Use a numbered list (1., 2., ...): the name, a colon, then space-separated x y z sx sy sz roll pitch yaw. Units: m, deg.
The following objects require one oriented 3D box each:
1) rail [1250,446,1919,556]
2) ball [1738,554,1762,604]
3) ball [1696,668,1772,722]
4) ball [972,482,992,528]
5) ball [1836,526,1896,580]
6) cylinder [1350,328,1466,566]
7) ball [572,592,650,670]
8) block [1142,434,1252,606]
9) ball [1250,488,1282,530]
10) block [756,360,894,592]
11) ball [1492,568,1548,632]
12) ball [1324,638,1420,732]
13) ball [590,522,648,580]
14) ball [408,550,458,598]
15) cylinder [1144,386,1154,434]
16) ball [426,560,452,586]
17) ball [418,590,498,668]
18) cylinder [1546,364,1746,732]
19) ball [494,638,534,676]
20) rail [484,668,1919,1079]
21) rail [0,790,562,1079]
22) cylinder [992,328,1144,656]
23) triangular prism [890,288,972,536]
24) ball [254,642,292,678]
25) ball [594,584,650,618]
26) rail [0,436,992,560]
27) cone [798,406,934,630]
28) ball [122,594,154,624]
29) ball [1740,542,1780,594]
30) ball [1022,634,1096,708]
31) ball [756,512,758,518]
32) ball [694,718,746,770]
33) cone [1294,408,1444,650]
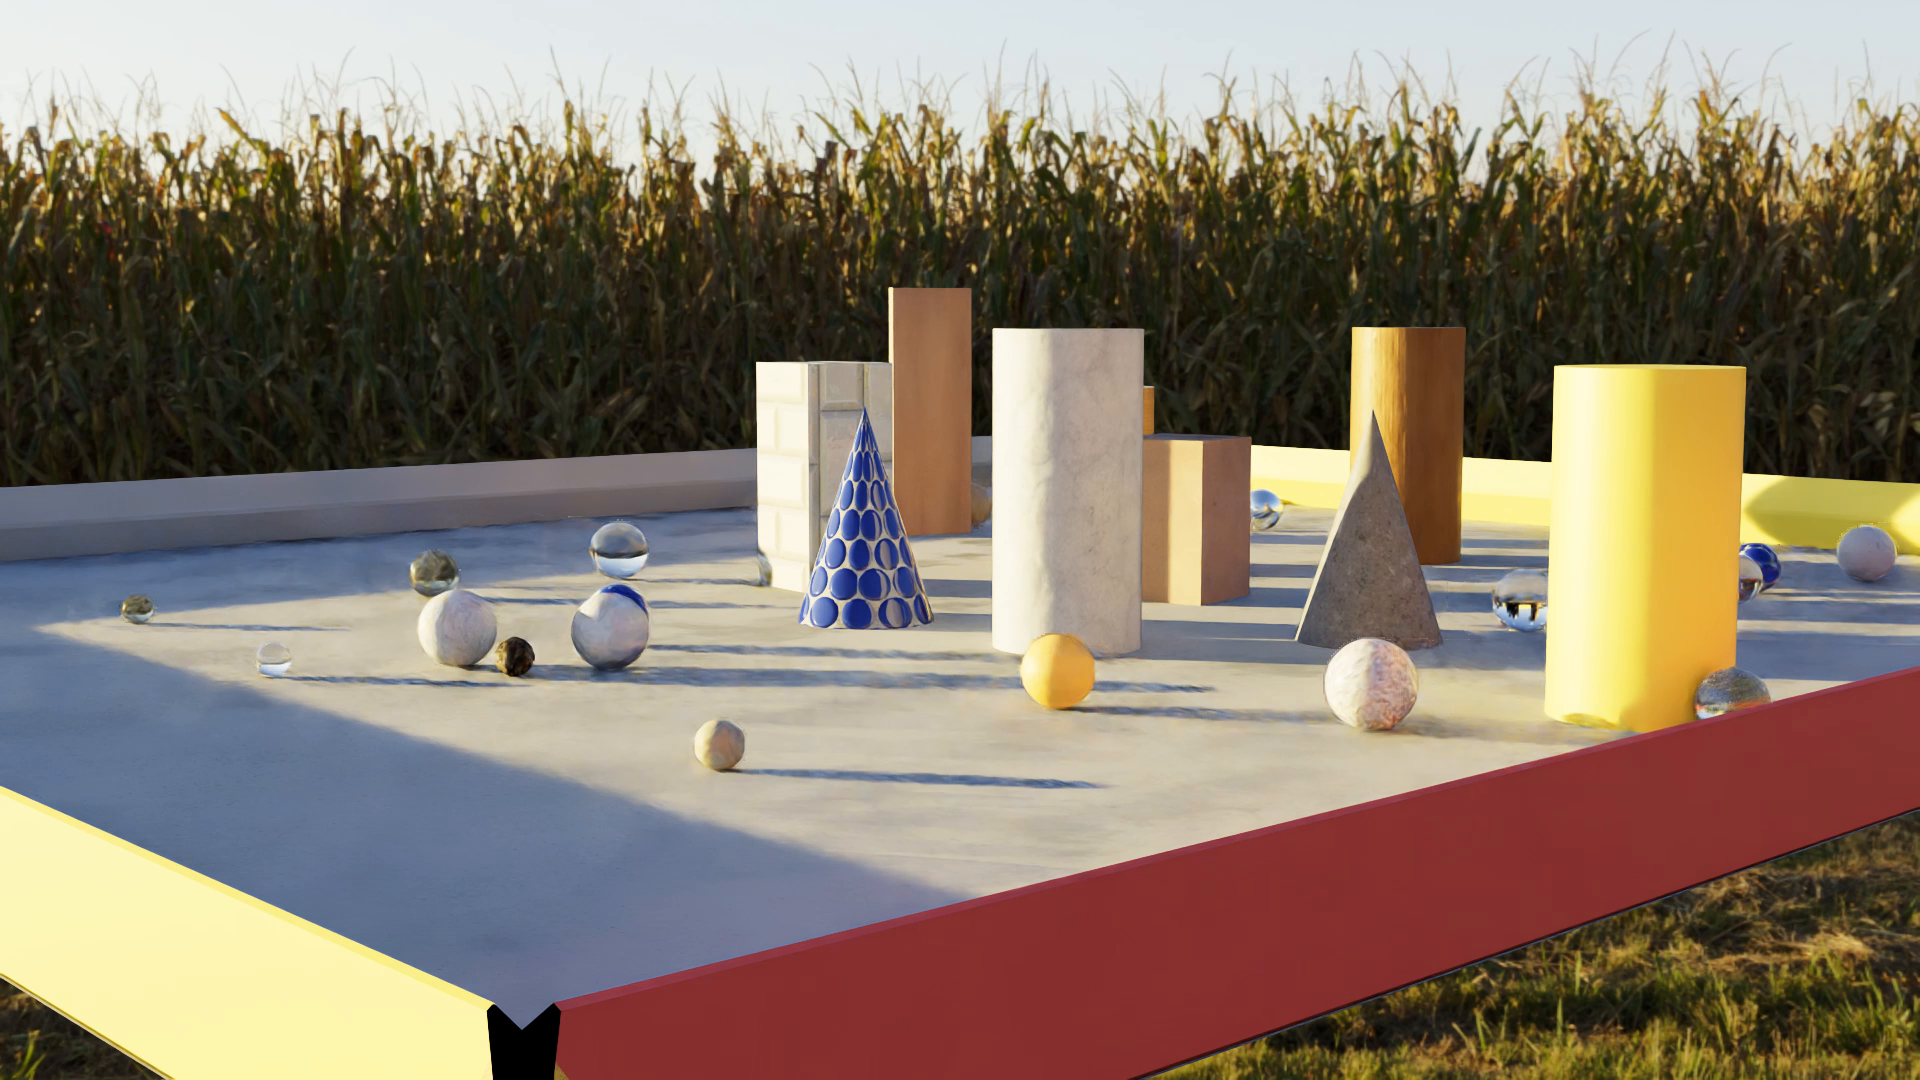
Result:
1. rail: 1.264 -0.087 4.492 0.045 0.129 3.190 -5 8 -42
2. ball: 1.179 0.059 3.342 0.078 0.078 0.078 0 6 0
3. ball: 0.806 0.170 2.292 0.075 0.075 0.075 0 6 0
4. ball: 0.020 -0.071 4.492 0.091 0.091 0.091 0 6 0
5. ball: 1.499 0.022 3.637 0.092 0.092 0.092 0 6 0
6. cylinder: 0.800 -0.172 3.940 0.199 0.415 0.199 0 6 0
7. ball: -0.435 0.113 2.737 0.096 0.096 0.096 0 6 0
8. block: 0.345 -0.036 3.431 0.159 0.249 0.159 4 7 35
9. ball: 0.613 -0.062 4.473 0.085 0.085 0.085 0 6 0
10. block: -0.219 -0.107 3.567 0.159 0.362 0.159 -4 7 -35
11. ball: 0.787 0.084 3.062 0.088 0.088 0.088 0 6 0
12. ball: 0.438 0.154 2.338 0.099 0.099 0.099 0 6 0
13. ball: -0.568 0.017 3.661 0.096 0.096 0.096 0 6 0
14. ball: -0.817 0.053 3.415 0.075 0.075 0.075 0 6 0
15. cylinder: 0.238 -0.110 3.830 0.199 0.314 0.199 0 6 0
16. ball: -0.845 0.054 3.572 0.041 0.041 0.041 0 6 0
17. ball: -0.629 0.111 2.754 0.098 0.098 0.098 0 6 0
18. cylinder: 0.749 0.003 2.408 0.199 0.384 0.199 0 6 0
19. ball: -0.545 0.143 2.688 0.048 0.048 0.048 0 6 0
20. rail: 1.066 0.153 2.183 3.488 0.129 0.045 -5 8 -42
21. rail: -1.264 0.154 2.172 0.045 0.129 3.190 -5 8 -42
22. cylinder: 0.143 -0.069 2.917 0.199 0.421 0.199 0 6 0
23. triangular prism: -0.084 -0.262 4.443 0.172 0.490 0.149 -2 6 -21
24. ball: -0.837 0.146 2.681 0.043 0.043 0.043 0 6 0
25. ball: -0.457 0.100 2.931 0.083 0.083 0.083 0 6 0
26. rail: -1.066 -0.086 4.481 3.488 0.129 0.045 -5 8 -42
27. cone: -0.136 -0.038 3.165 0.199 0.309 0.199 0 6 0
28. ball: -1.173 0.098 3.136 0.043 0.043 0.043 0 6 0
29. ball: 1.253 0.044 3.474 0.082 0.082 0.082 0 6 0
30. ball: 0.111 0.147 2.469 0.084 0.084 0.084 0 6 0
31. ball: -0.387 -0.053 4.510 0.059 0.059 0.059 0 6 0
32. ball: -0.234 0.199 2.139 0.050 0.050 0.050 0 6 0
33. cone: 0.554 -0.022 2.969 0.199 0.316 0.199 0 6 0
